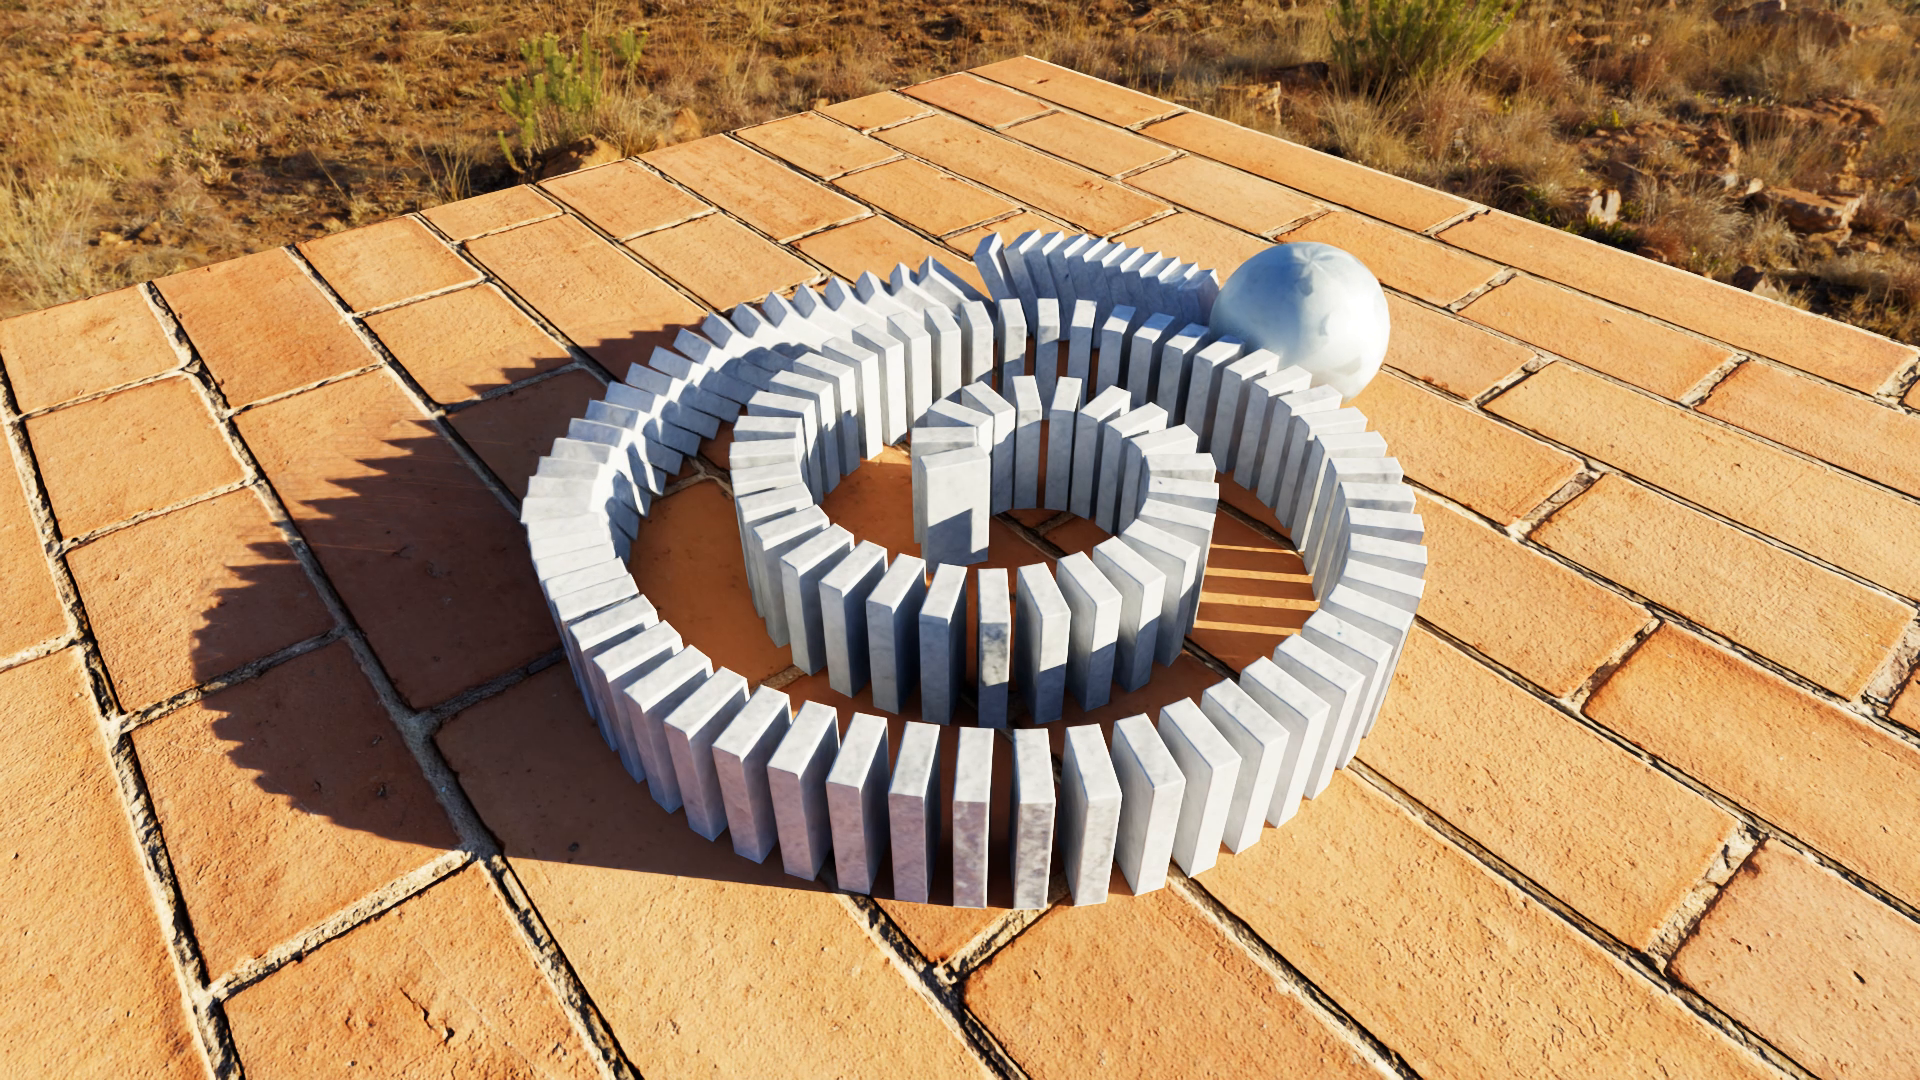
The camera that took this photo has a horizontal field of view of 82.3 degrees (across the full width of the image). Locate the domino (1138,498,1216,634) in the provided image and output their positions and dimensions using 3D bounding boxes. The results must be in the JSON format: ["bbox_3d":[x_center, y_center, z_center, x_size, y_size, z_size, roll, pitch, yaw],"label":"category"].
[{"bbox_3d":[0.076,0.010,0.399,0.025,0.050,0.009,14,41,17],"label":"domino"}]

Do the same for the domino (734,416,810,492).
[{"bbox_3d":[-0.075,-0.026,0.443,0.025,0.050,0.009,2,39,3],"label":"domino"}]

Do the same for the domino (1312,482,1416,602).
[{"bbox_3d":[0.149,0.002,0.409,0.025,0.050,0.010,3,39,4],"label":"domino"}]

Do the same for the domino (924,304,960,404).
[{"bbox_3d":[-0.008,-0.080,0.509,0.010,0.050,0.025,-12,41,-14],"label":"domino"}]

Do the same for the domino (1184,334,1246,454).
[{"bbox_3d":[0.112,-0.063,0.489,0.009,0.050,0.025,31,49,32],"label":"domino"}]

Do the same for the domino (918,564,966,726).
[{"bbox_3d":[-0.005,0.035,0.368,0.009,0.050,0.025,9,40,11],"label":"domino"}]

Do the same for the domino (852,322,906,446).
[{"bbox_3d":[-0.036,-0.070,0.497,0.010,0.050,0.025,-29,47,-30],"label":"domino"}]

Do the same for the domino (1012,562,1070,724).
[{"bbox_3d":[0.027,0.035,0.369,0.009,0.050,0.025,-10,40,-12],"label":"domino"}]

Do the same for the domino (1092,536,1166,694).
[{"bbox_3d":[0.056,0.026,0.379,0.009,0.050,0.025,-24,45,-27],"label":"domino"}]

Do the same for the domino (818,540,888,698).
[{"bbox_3d":[-0.035,0.027,0.378,0.010,0.050,0.025,21,44,24],"label":"domino"}]

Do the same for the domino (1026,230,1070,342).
[{"bbox_3d":[0.051,-0.132,0.572,0.010,0.050,0.025,-1,34,34],"label":"domino"}]

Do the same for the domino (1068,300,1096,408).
[{"bbox_3d":[0.056,-0.083,0.513,0.010,0.050,0.025,6,40,8],"label":"domino"}]

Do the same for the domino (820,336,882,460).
[{"bbox_3d":[-0.048,-0.063,0.488,0.025,0.050,0.009,29,47,30],"label":"domino"}]

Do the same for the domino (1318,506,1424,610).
[{"bbox_3d":[0.147,0.012,0.397,0.025,0.050,0.009,7,40,8],"label":"domino"}]

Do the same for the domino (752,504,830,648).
[{"bbox_3d":[-0.059,0.013,0.395,0.025,0.050,0.010,-22,44,-24],"label":"domino"}]

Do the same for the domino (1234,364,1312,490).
[{"bbox_3d":[0.133,-0.048,0.470,0.025,0.050,0.009,-23,44,-25],"label":"domino"}]

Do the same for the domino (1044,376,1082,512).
[{"bbox_3d":[0.043,-0.040,0.460,0.009,0.050,0.025,7,40,9],"label":"domino"}]

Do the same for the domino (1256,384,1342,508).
[{"bbox_3d":[0.141,-0.039,0.459,0.025,0.050,0.009,-16,42,-18],"label":"domino"}]

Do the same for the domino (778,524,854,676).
[{"bbox_3d":[-0.048,0.021,0.385,0.009,0.050,0.025,30,48,31],"label":"domino"}]

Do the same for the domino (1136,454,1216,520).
[{"bbox_3d":[0.082,-0.010,0.423,0.025,0.050,0.009,-1,39,-2],"label":"domino"}]

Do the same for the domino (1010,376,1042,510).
[{"bbox_3d":[0.027,-0.041,0.461,0.009,0.050,0.025,-3,39,-3],"label":"domino"}]

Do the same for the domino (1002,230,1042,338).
[{"bbox_3d":[0.040,-0.133,0.574,0.010,0.050,0.025,-3,33,35],"label":"domino"}]

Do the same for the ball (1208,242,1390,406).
[{"bbox_3d":[0.154,-0.096,0.505,0.080,0.080,0.080,0,39,0],"label":"ball"}]

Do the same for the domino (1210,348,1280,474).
[{"bbox_3d":[0.123,-0.056,0.480,0.025,0.050,0.010,-28,47,-30],"label":"domino"}]

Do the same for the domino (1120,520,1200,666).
[{"bbox_3d":[0.068,0.019,0.388,0.025,0.050,0.009,26,46,28],"label":"domino"}]

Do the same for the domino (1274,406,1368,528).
[{"bbox_3d":[0.146,-0.029,0.447,0.025,0.050,0.010,-9,40,-11],"label":"domino"}]

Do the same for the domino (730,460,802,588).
[{"bbox_3d":[-0.071,-0.005,0.418,0.025,0.050,0.009,-10,40,-11],"label":"domino"}]

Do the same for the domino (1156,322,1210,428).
[{"bbox_3d":[0.100,-0.070,0.497,0.009,0.050,0.025,26,46,28],"label":"domino"}]

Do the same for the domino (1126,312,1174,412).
[{"bbox_3d":[0.086,-0.076,0.504,0.009,0.050,0.025,21,44,23],"label":"domino"}]

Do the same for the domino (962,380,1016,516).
[{"bbox_3d":[0.011,-0.038,0.458,0.009,0.050,0.025,-21,44,-24],"label":"domino"}]

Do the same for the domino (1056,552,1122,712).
[{"bbox_3d":[0.042,0.031,0.373,0.009,0.050,0.025,-17,42,-20],"label":"domino"}]

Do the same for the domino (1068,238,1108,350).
[{"bbox_3d":[0.071,-0.127,0.566,0.010,0.050,0.025,3,34,37],"label":"domino"}]

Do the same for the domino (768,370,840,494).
[{"bbox_3d":[-0.066,-0.045,0.467,0.025,0.050,0.009,17,42,20],"label":"domino"}]

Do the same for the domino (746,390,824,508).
[{"bbox_3d":[-0.072,-0.036,0.455,0.025,0.050,0.009,11,41,13],"label":"domino"}]

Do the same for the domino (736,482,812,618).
[{"bbox_3d":[-0.066,0.004,0.406,0.025,0.050,0.009,-15,42,-17],"label":"domino"}]

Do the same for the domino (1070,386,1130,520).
[{"bbox_3d":[0.058,-0.036,0.455,0.009,0.050,0.025,26,46,28],"label":"domino"}]

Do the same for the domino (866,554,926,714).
[{"bbox_3d":[-0.021,0.032,0.372,0.009,0.050,0.025,15,42,17],"label":"domino"}]

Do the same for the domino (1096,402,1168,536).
[{"bbox_3d":[0.069,-0.029,0.446,0.025,0.050,0.009,-26,46,-29],"label":"domino"}]

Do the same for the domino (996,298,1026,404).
[{"bbox_3d":[0.024,-0.084,0.514,0.010,0.050,0.025,-3,39,-4],"label":"domino"}]

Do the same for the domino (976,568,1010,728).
[{"bbox_3d":[0.011,0.037,0.367,0.010,0.050,0.025,-1,39,-1],"label":"domino"}]

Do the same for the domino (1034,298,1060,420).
[{"bbox_3d":[0.040,-0.084,0.514,0.009,0.050,0.025,1,39,1],"label":"domino"}]

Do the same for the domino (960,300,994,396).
[{"bbox_3d":[0.008,-0.082,0.512,0.009,0.050,0.025,-7,40,-9],"label":"domino"}]

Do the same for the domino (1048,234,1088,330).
[{"bbox_3d":[0.062,-0.130,0.570,0.009,0.050,0.025,3,34,38],"label":"domino"}]

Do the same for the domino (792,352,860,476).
[{"bbox_3d":[-0.058,-0.054,0.478,0.025,0.050,0.009,23,44,25],"label":"domino"}]

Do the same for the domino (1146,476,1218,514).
[{"bbox_3d":[0.080,0.000,0.411,0.025,0.050,0.009,7,40,8],"label":"domino"}]

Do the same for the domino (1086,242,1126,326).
[{"bbox_3d":[0.080,-0.123,0.562,0.009,0.050,0.025,3,34,37],"label":"domino"}]

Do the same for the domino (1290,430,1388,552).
[{"bbox_3d":[0.149,-0.019,0.434,0.025,0.050,0.010,-4,40,-5],"label":"domino"}]

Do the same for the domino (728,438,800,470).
[{"bbox_3d":[-0.074,-0.016,0.430,0.025,0.050,0.010,-4,40,-5],"label":"domino"}]

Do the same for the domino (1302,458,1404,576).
[{"bbox_3d":[0.150,-0.008,0.422,0.025,0.050,0.009,-1,39,-1],"label":"domino"}]

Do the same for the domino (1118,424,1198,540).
[{"bbox_3d":[0.078,-0.020,0.436,0.025,0.050,0.010,-16,42,-19],"label":"domino"}]

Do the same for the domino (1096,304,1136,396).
[{"bbox_3d":[0.072,-0.080,0.510,0.009,0.050,0.025,14,41,17],"label":"domino"}]

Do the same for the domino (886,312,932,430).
[{"bbox_3d":[-0.023,-0.076,0.504,0.010,0.050,0.025,-19,43,-22],"label":"domino"}]
